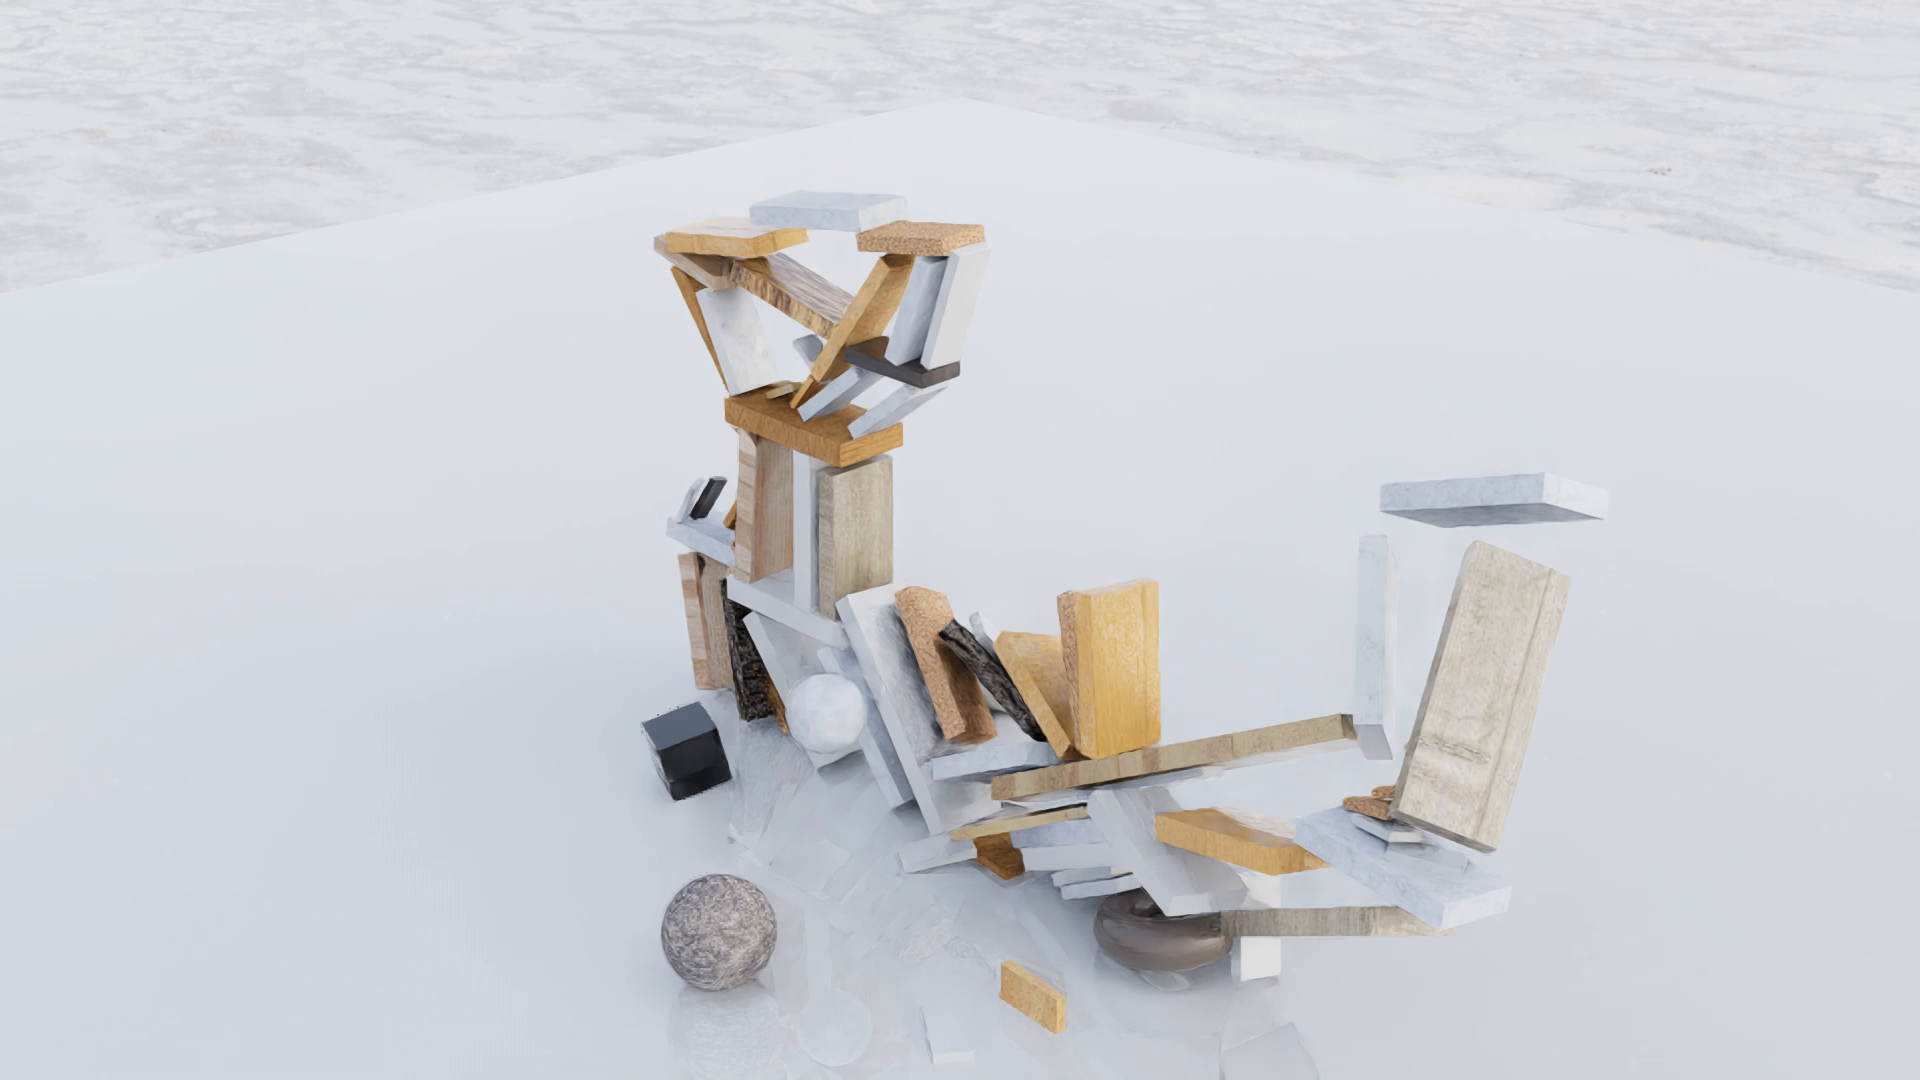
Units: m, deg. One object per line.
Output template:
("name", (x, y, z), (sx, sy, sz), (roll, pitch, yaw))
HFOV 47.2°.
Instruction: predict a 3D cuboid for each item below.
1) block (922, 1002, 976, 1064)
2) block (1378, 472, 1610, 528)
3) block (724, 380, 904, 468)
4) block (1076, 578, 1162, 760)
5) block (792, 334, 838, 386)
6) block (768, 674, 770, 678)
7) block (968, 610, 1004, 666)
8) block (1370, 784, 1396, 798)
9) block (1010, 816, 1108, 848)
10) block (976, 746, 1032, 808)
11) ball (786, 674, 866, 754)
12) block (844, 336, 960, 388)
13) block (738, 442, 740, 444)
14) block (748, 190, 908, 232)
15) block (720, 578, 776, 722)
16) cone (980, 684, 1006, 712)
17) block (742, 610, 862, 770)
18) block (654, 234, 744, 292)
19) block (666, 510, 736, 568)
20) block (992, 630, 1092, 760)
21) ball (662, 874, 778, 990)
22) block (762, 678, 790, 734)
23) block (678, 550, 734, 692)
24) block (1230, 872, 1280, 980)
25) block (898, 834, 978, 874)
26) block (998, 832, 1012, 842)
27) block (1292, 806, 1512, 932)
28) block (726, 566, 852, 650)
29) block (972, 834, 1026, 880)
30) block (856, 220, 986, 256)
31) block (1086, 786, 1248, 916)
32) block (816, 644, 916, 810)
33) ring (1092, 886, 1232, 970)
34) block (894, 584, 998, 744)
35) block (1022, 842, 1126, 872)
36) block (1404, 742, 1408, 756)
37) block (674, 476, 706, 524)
("block", (-0.021, 0.840, 3.754), (0.072, 0.020, 0.144), (-3, 23, -8))
("block", (0.879, -0.064, 3.639), (0.168, 0.048, 0.337), (12, -9, -37))
("block", (-0.297, -0.238, 4.439), (0.346, 0.049, 0.173), (22, 31, 39))
("block", (0.291, 0.233, 4.014), (0.153, 0.307, 0.043), (-11, 16, -32))
("block", (-0.283, -0.360, 4.374), (0.054, 0.015, 0.108), (-22, 69, -40))
("block", (-0.346, 0.290, 4.763), (0.123, 0.017, 0.062), (7, 14, 19))
("block", (0.085, 0.221, 4.411), (0.024, 0.168, 0.084), (-38, 31, 12))
("block", (0.727, 0.405, 3.550), (0.059, 0.017, 0.118), (-2, -5, -37))
("block", (0.248, 0.539, 4.156), (0.154, 0.044, 0.309), (-8, -4, -36))
("block", (0.079, 0.486, 4.539), (0.095, 0.027, 0.190), (14, 17, -22))
("ball", (-0.249, 0.324, 4.100), (0.151, 0.151, 0.151), (0, 23, 0))
("block", (-0.110, -0.340, 4.193), (0.207, 0.029, 0.104), (22, 32, 38))
("block", (-0.397, -0.163, 4.736), (0.088, 0.025, 0.175), (-4, 44, -41))
("block", (-0.254, -0.634, 4.236), (0.283, 0.040, 0.141), (10, 25, 38))
("block", (-0.426, 0.228, 4.817), (0.155, 0.310, 0.044), (-11, 7, -34))
("cone", (0.146, 0.346, 4.847), (0.173, 0.173, 0.173), (34, 32, 10))
("block", (-0.306, 0.291, 4.674), (0.178, 0.355, 0.050), (-23, -5, -42))
("block", (-0.525, -0.580, 4.547), (0.112, 0.032, 0.223), (-17, 38, -38))
("block", (-0.498, 0.005, 4.883), (0.155, 0.044, 0.310), (-7, 22, -43))
("block", (0.193, 0.301, 4.243), (0.152, 0.043, 0.303), (7, 37, -38))
("ball", (-0.424, 0.690, 3.874), (0.203, 0.203, 0.203), (0, 23, 0))
("block", (-0.379, 0.357, 4.784), (0.062, 0.123, 0.017), (-19, -11, -35))
("block", (-0.546, 0.170, 4.933), (0.044, 0.311, 0.155), (-3, 8, 34))
("block", (0.524, 0.683, 3.900), (0.092, 0.184, 0.026), (-1, 1, -33))
("block", (-0.044, 0.605, 4.279), (0.142, 0.020, 0.071), (-12, 27, -8))
("block", (0.149, 0.588, 4.349), (0.071, 0.020, 0.142), (-21, 31, -40))
("block", (0.695, 0.510, 3.470), (0.157, 0.044, 0.314), (-7, 23, -37))
("block", (-0.304, 0.125, 4.600), (0.356, 0.050, 0.178), (22, 31, 39))
("block", (0.073, 0.614, 4.288), (0.071, 0.020, 0.142), (-16, 28, -34))
("block", (-0.074, -0.560, 4.078), (0.226, 0.032, 0.113), (10, 26, 43))
("block", (0.363, 0.547, 3.892), (0.154, 0.044, 0.309), (-1, 29, -27))
("block", (-0.141, 0.355, 4.524), (0.178, 0.355, 0.050), (-21, -7, -41))
("ring", (0.377, 0.694, 3.972), (0.276, 0.092, 0.276), (-6, 13, 1))
("block", (-0.028, 0.252, 4.425), (0.045, 0.318, 0.159), (-27, -18, 19))
("block", (0.272, 0.577, 4.112), (0.154, 0.044, 0.309), (-8, -4, -38))
("block", (0.732, 0.382, 3.473), (0.059, 0.119, 0.017), (19, -32, -32))
("block", (-0.599, -0.089, 4.882), (0.015, 0.105, 0.053), (32, 36, 3))
